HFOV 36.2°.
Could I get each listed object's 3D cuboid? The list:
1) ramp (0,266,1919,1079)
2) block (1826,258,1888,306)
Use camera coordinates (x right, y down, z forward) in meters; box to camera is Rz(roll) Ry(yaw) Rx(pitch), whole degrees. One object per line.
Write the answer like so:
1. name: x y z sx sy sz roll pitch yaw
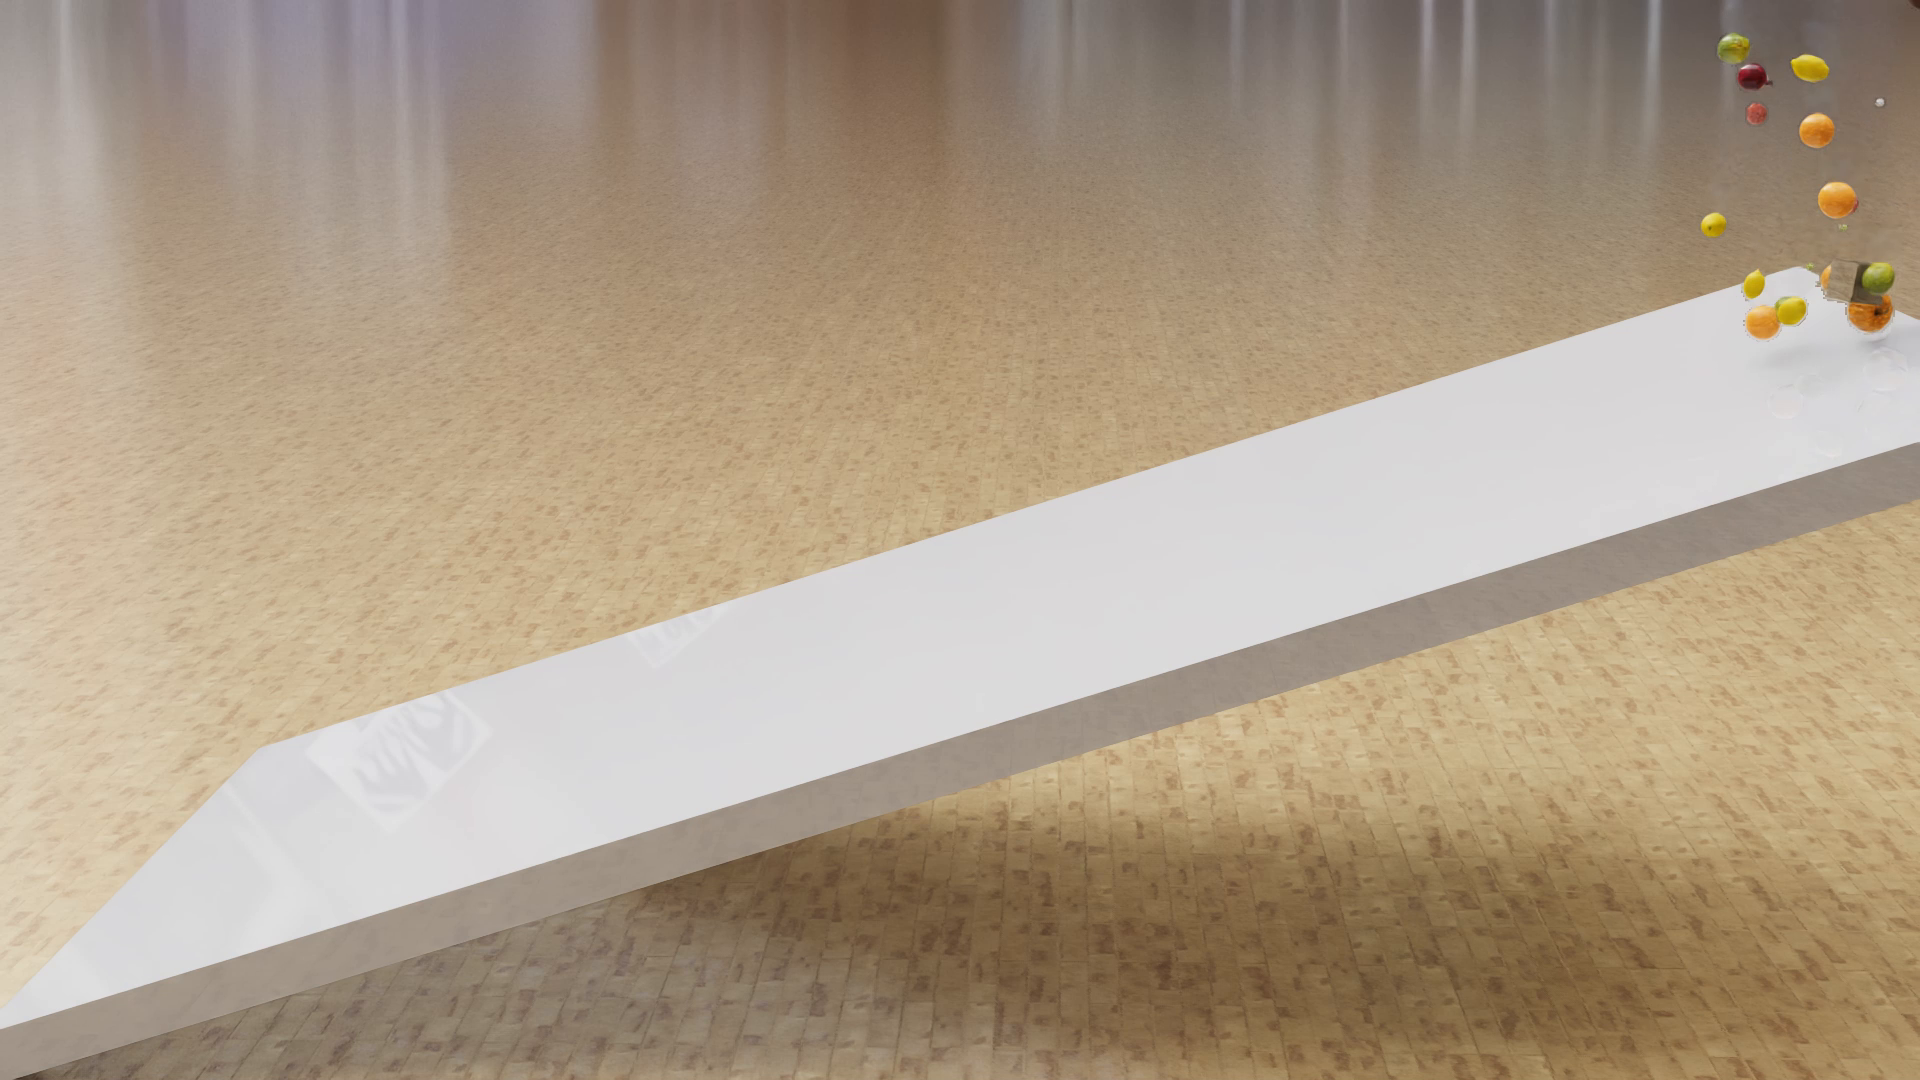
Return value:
1. ramp: 0.102 0.182 6.309 4.000 0.100 2.000 -17 11 5
2. block: 1.791 -0.515 5.873 0.078 0.078 0.078 4 11 -24
